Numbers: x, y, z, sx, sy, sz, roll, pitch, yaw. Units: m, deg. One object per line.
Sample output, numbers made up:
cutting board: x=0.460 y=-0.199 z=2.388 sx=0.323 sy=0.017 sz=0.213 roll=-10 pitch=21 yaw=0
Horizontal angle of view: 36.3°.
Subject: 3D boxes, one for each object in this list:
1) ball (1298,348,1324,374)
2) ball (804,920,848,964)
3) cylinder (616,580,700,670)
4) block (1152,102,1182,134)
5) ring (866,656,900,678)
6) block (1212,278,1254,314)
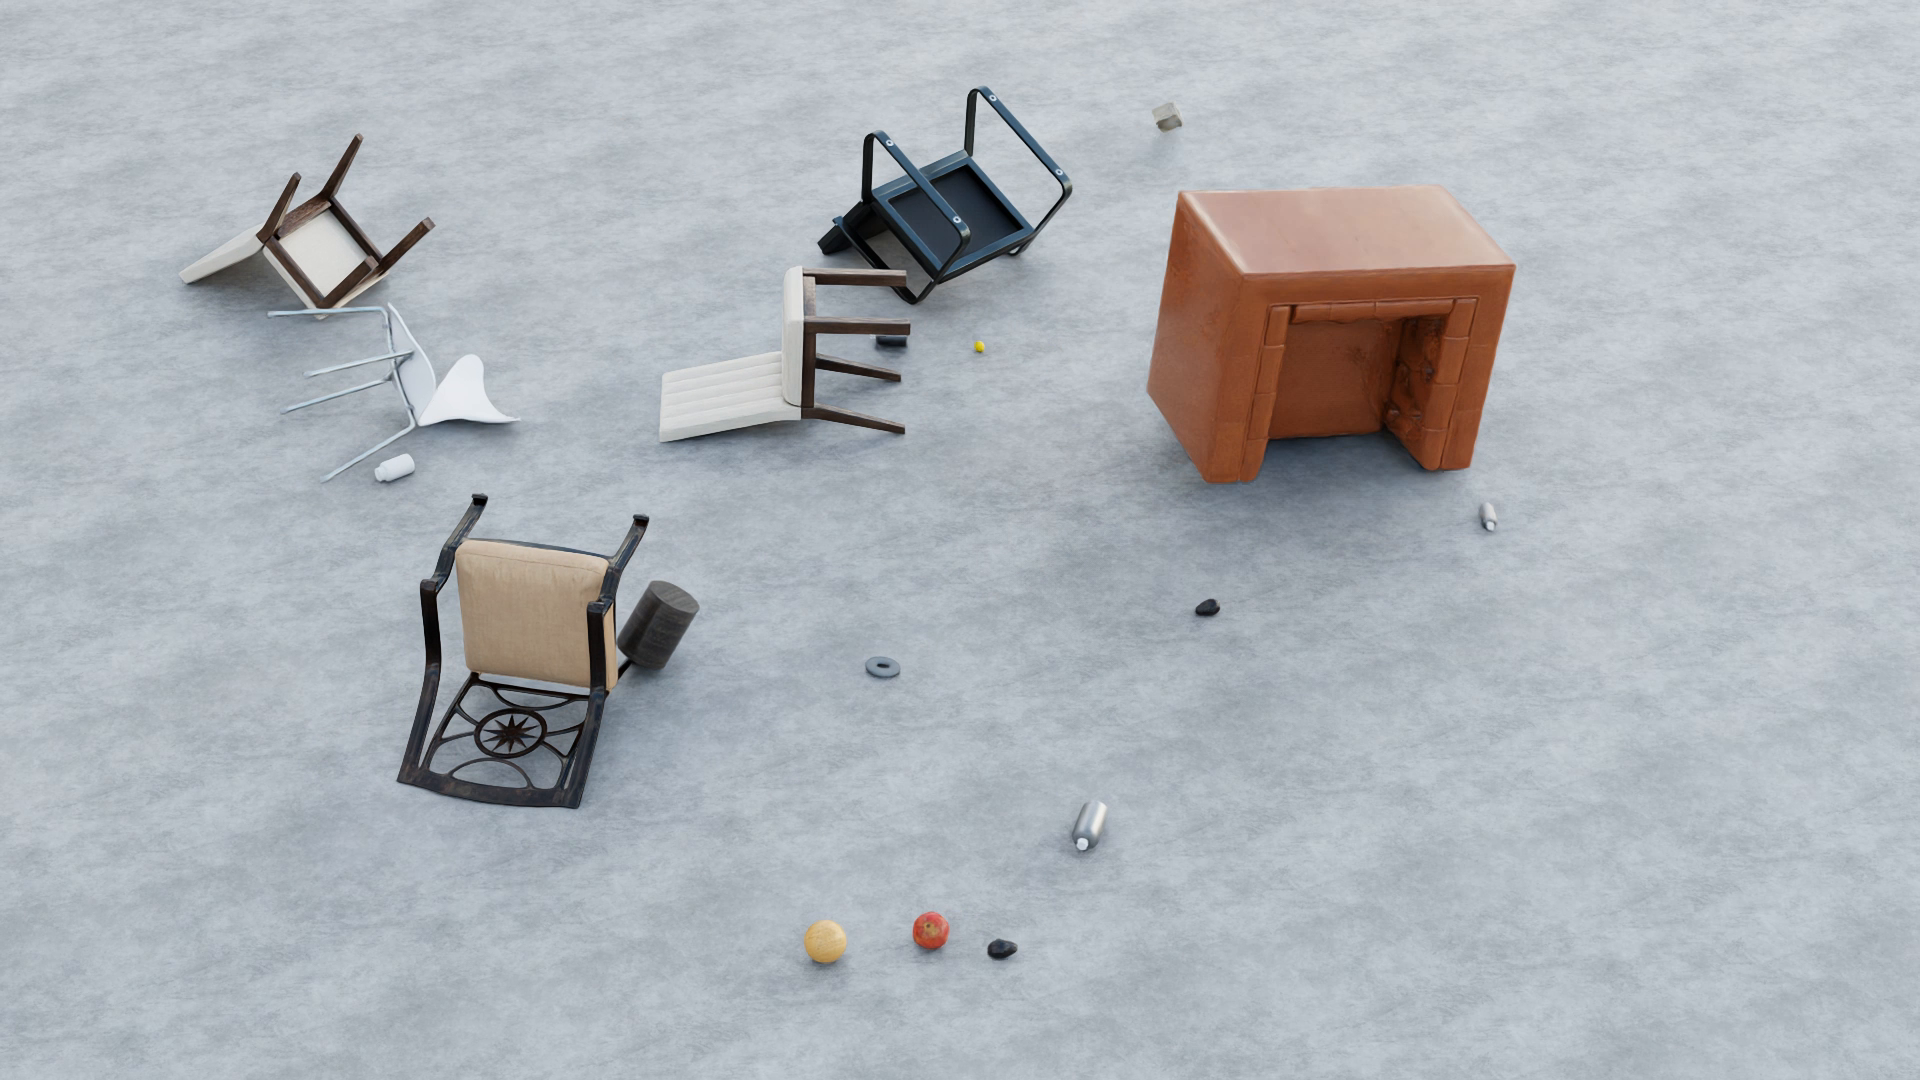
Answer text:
ball: x=1.430 y=-0.732 z=11.962 sx=0.104 sy=0.104 sz=0.104 roll=0 pitch=33 yaw=0
ball: x=-0.411 y=1.227 z=8.963 sx=0.132 sy=0.132 sz=0.132 roll=0 pitch=33 yaw=0
cylinder: x=-1.053 y=0.295 z=10.208 sx=0.192 sy=0.244 sz=0.219 roll=35 pitch=16 yaw=12
block: x=0.978 y=-1.992 z=13.813 sx=0.106 sy=0.104 sz=0.076 roll=-21 pitch=61 yaw=15
ring: x=-0.270 y=0.443 z=10.246 sx=0.130 sy=0.029 sz=0.102 roll=16 pitch=36 yaw=21
block: x=1.155 y=-1.033 z=12.401 sx=0.157 sy=0.098 sz=0.118 roll=0 pitch=32 yaw=17
